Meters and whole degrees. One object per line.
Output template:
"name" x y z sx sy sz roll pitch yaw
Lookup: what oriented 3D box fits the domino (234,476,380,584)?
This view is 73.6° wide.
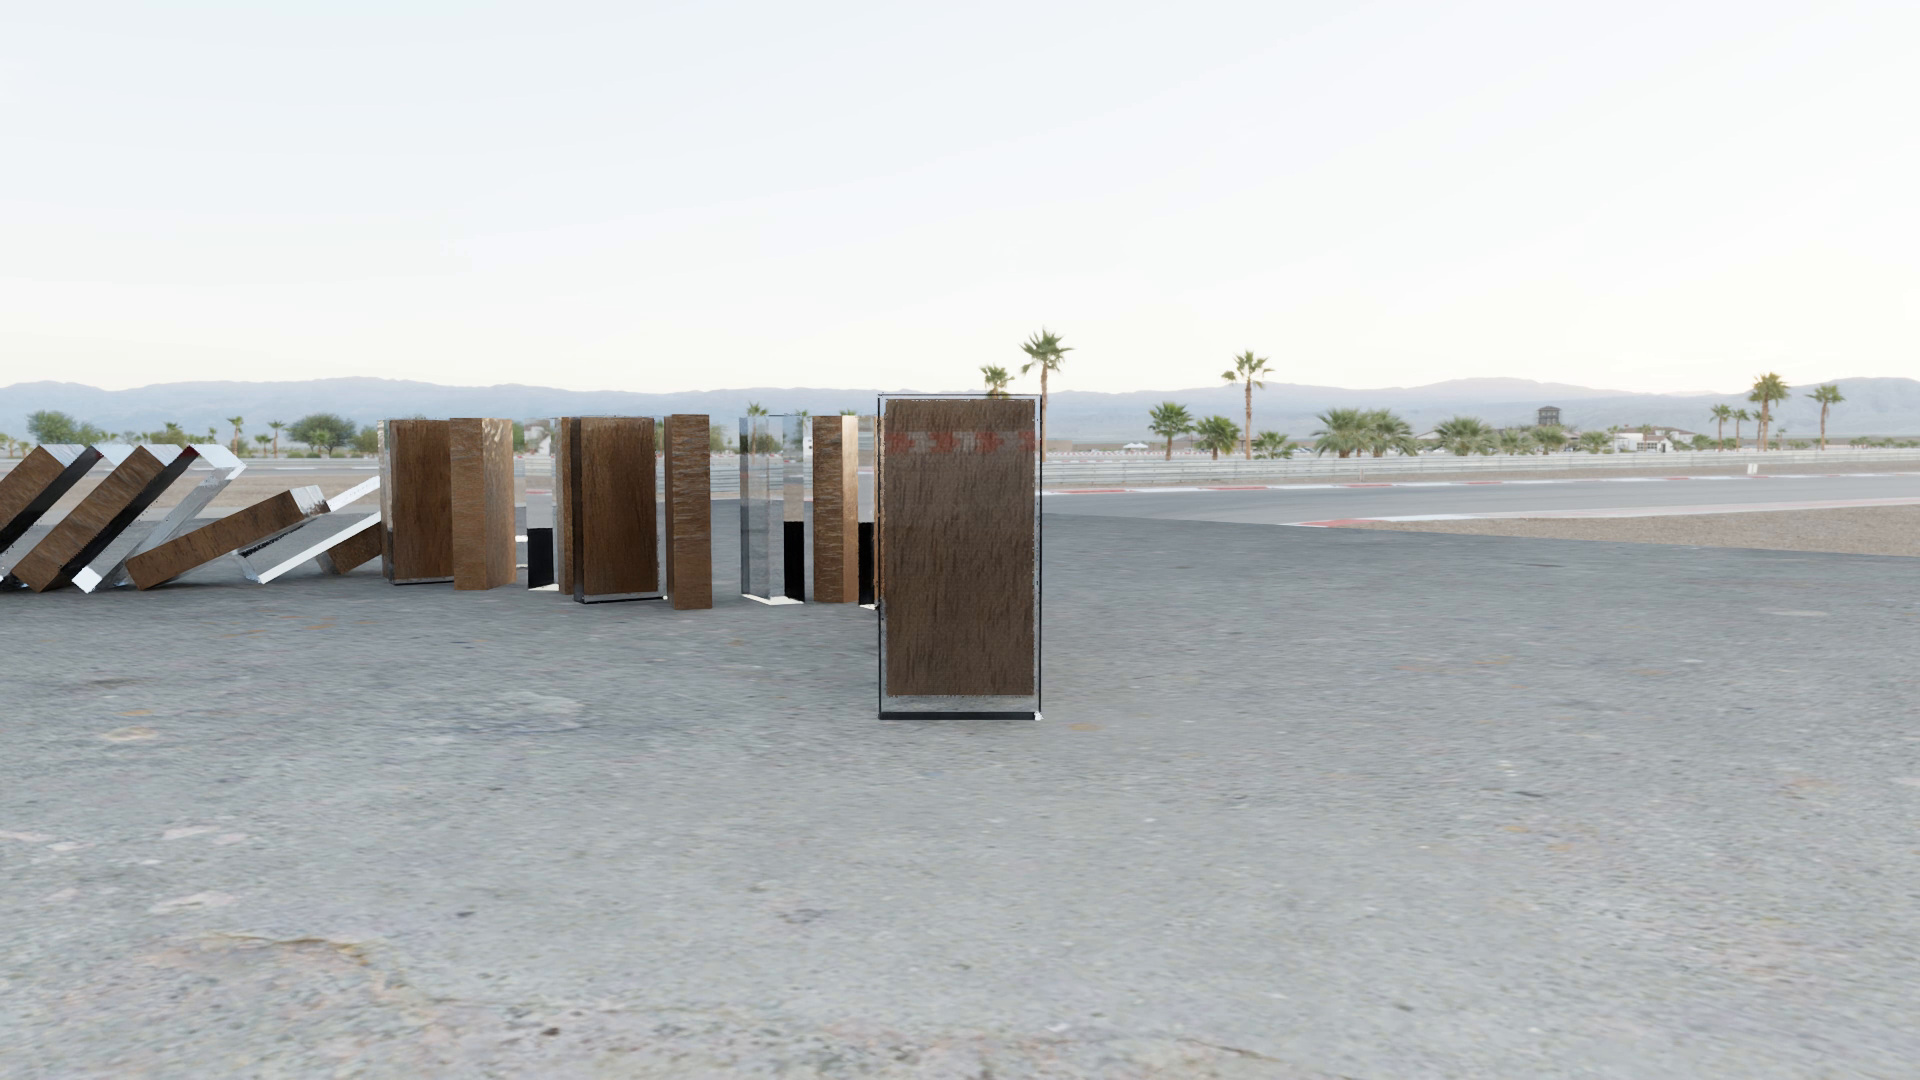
"domino" -0.205 -0.004 0.411 0.050 0.009 0.025 -36 25 -31

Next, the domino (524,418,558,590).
"domino" -0.119 -0.011 0.384 0.010 0.050 0.025 1 4 10

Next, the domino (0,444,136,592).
"domino" -0.264 -0.007 0.377 0.010 0.050 0.025 45 -5 -11

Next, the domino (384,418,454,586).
"domino" -0.162 -0.012 0.394 0.025 0.050 0.010 -3 5 -33

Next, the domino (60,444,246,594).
"domino" -0.237 -0.007 0.379 0.010 0.050 0.025 45 -5 -11

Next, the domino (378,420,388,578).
"domino" -0.173 -0.013 0.414 0.025 0.050 0.009 -3 5 -35

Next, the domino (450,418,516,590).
"domino" -0.142 -0.011 0.384 0.010 0.050 0.025 0 4 0

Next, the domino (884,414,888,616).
"domino" -0.005 -0.006 0.316 0.025 0.050 0.009 -1 4 -14

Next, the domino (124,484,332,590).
"domino" -0.218 -0.001 0.385 0.050 0.009 0.025 -25 9 -6

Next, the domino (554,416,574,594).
"domino" -0.102 -0.010 0.370 0.025 0.050 0.009 -2 5 -28

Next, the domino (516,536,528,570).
"domino" -0.167 0.005 0.440 0.050 0.009 0.025 -3 5 -31

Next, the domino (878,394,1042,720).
"domino" 0.000 0.002 0.201 0.025 0.050 0.010 0 4 0

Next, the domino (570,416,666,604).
"domino" -0.092 -0.009 0.349 0.025 0.050 0.010 -3 5 -34

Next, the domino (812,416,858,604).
"domino" -0.030 -0.009 0.354 0.009 0.050 0.025 2 5 26

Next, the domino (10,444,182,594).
"domino" -0.251 -0.007 0.378 0.010 0.050 0.025 45 -5 -11

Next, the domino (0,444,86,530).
"domino" -0.277 -0.007 0.374 0.010 0.050 0.025 45 -5 -11

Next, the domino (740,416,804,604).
"domino" -0.052 -0.009 0.351 0.010 0.050 0.025 -2 5 -28

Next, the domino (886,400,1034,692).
"domino" 0.000 0.001 0.224 0.025 0.050 0.010 0 4 0

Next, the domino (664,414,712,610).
"domino" -0.072 -0.008 0.340 0.009 0.050 0.025 -1 4 -17

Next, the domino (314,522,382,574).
"domino" -0.188 -0.005 0.428 0.050 0.009 0.025 -34 21 -32

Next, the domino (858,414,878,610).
"domino" -0.013 -0.008 0.338 0.025 0.050 0.010 -2 5 -30
